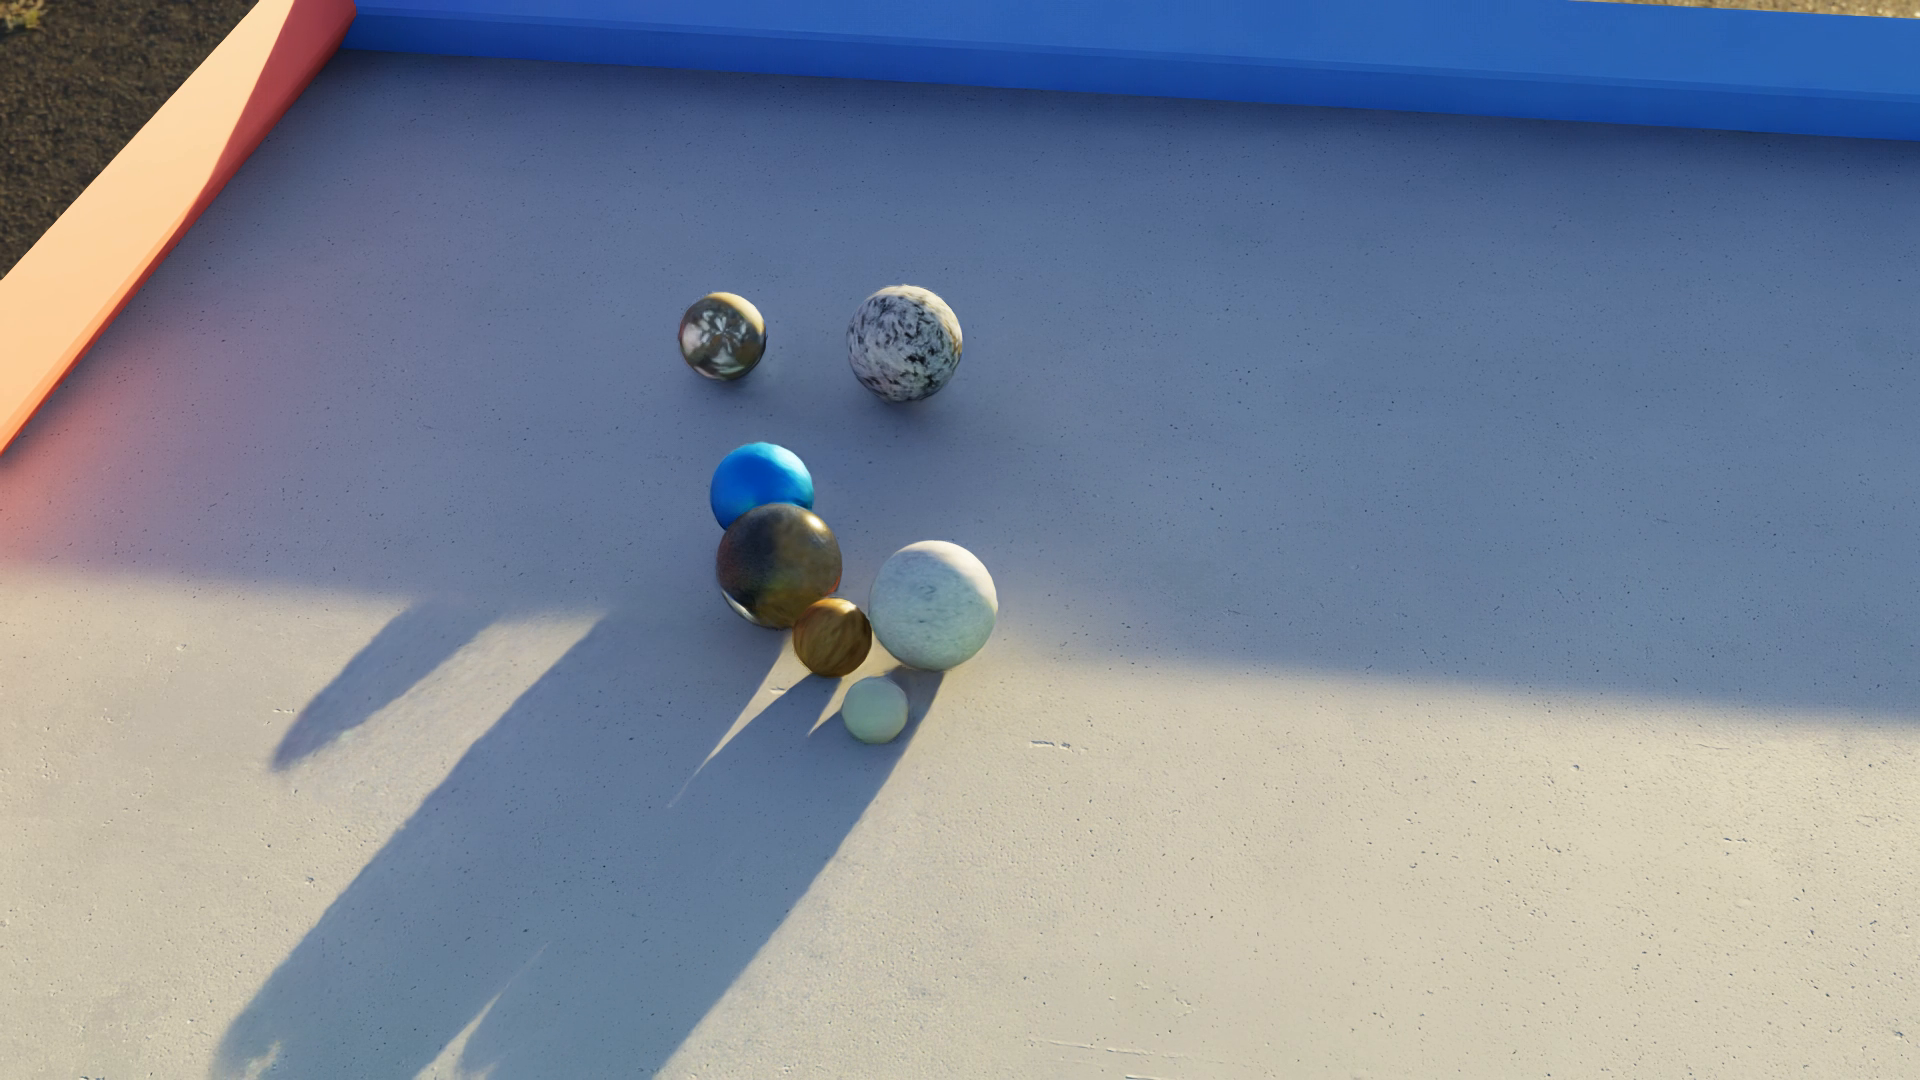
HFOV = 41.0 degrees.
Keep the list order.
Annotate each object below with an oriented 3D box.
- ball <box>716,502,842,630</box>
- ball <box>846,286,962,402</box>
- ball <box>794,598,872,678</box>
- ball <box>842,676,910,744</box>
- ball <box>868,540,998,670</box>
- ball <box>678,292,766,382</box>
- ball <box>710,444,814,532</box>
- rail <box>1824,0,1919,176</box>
[{"bbox_3d":[-0.132,0.019,1.878,0.093,0.093,0.093,0,35,0],"label":"ball"},{"bbox_3d":[-0.047,-0.163,2.138,0.097,0.097,0.097,0,35,0],"label":"ball"},{"bbox_3d":[-0.091,0.070,1.836,0.057,0.057,0.057,0,35,0],"label":"ball"},{"bbox_3d":[-0.058,0.117,1.776,0.046,0.046,0.046,0,35,0],"label":"ball"},{"bbox_3d":[-0.020,0.047,1.837,0.093,0.093,0.093,0,35,0],"label":"ball"},{"bbox_3d":[-0.201,-0.172,2.171,0.074,0.074,0.074,0,35,0],"label":"ball"},{"bbox_3d":[-0.152,-0.034,1.967,0.080,0.080,0.080,0,35,0],"label":"ball"},{"bbox_3d":[0.918,-0.448,2.526,0.045,3.195,0.127,-1,31,-10],"label":"rail"}]
